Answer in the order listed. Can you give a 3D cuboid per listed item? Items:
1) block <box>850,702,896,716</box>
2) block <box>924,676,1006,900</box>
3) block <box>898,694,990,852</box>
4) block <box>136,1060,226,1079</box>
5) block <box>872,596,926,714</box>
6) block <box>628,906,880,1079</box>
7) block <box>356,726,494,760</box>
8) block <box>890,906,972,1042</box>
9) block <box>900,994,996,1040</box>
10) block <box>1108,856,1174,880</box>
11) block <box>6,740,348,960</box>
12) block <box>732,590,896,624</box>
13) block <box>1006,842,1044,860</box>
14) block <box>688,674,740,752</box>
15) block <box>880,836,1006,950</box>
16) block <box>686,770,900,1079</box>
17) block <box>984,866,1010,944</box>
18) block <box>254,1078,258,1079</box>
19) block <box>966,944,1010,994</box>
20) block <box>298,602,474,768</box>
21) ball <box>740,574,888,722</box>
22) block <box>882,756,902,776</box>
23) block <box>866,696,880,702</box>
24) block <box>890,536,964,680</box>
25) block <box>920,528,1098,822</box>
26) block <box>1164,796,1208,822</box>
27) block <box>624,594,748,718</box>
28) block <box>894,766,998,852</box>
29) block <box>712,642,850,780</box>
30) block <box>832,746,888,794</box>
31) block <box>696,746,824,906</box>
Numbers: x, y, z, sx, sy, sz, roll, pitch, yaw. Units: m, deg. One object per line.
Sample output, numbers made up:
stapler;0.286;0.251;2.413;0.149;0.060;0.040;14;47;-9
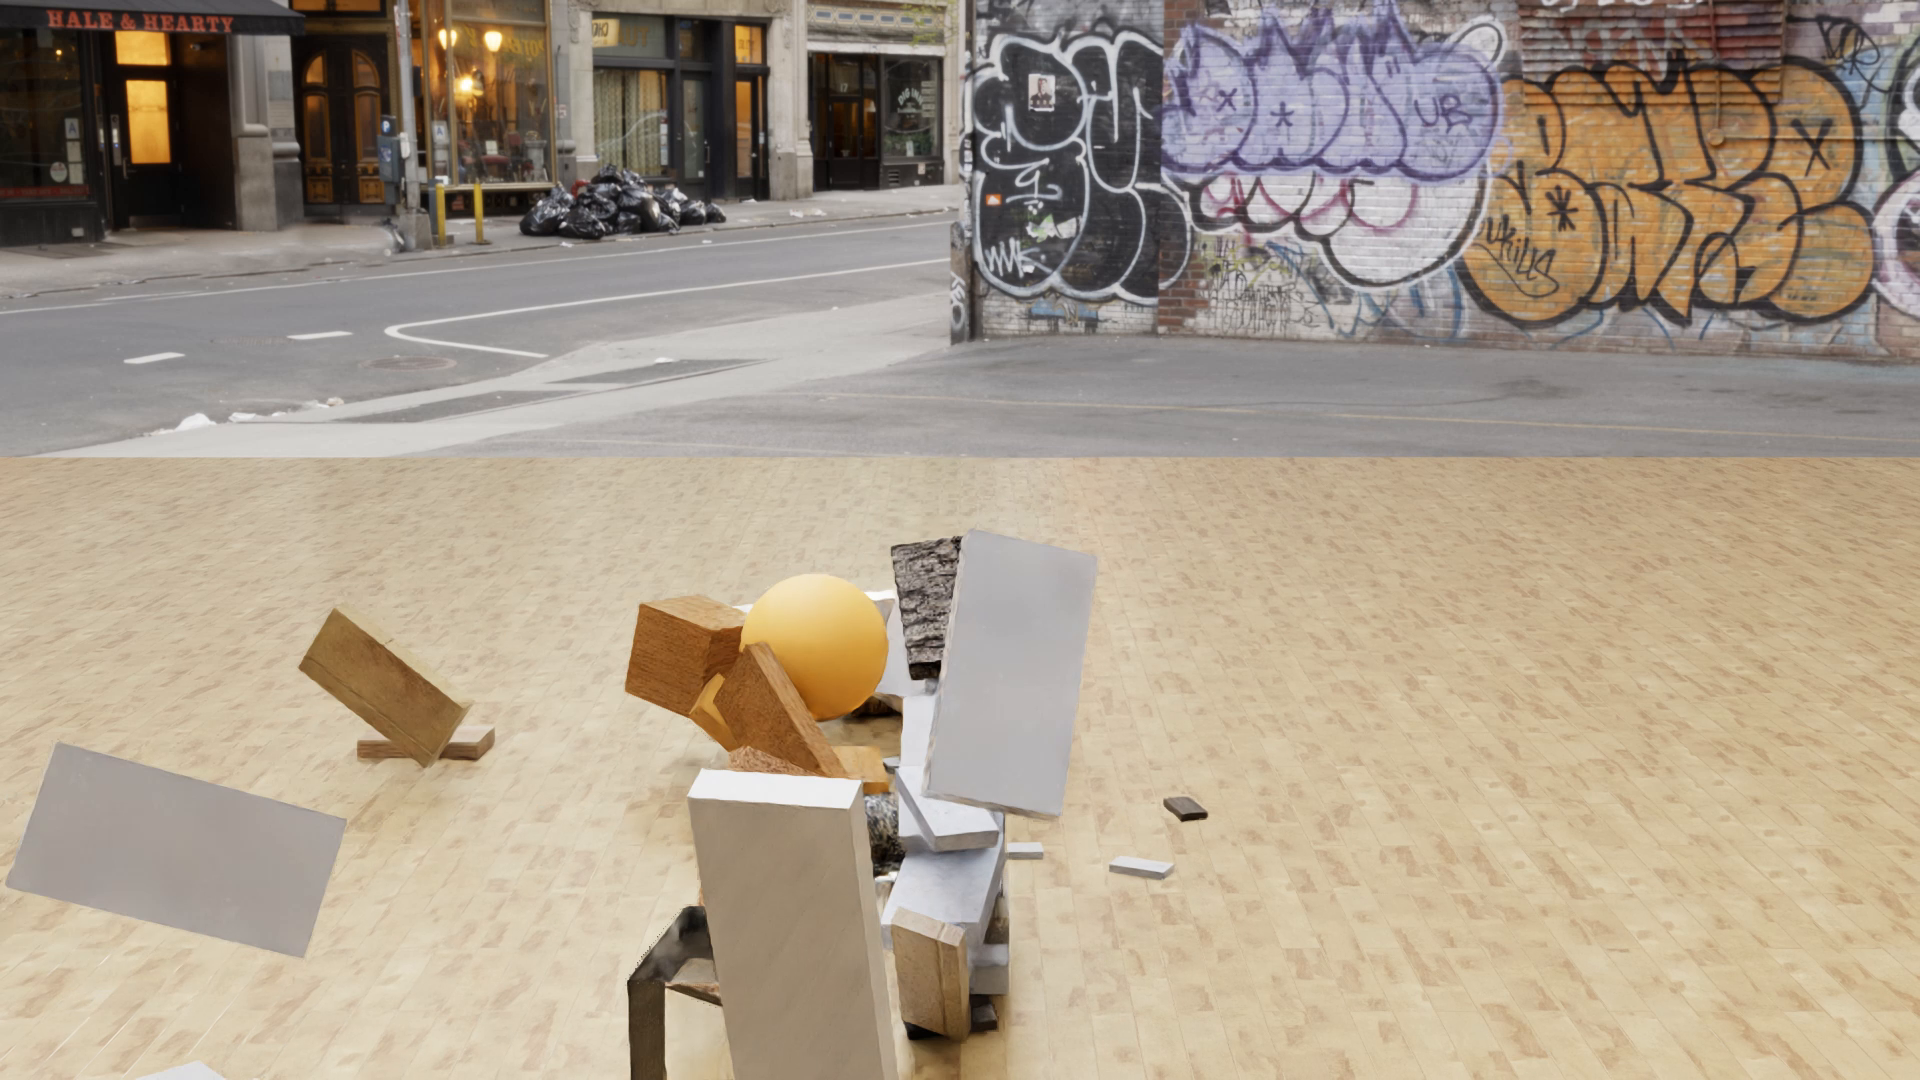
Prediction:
block;-0.011;0.320;4.906;0.495;0.050;0.176;-5;13;-10
block;0.006;0.355;3.403;0.132;0.406;0.037;0;-29;6
block;-0.021;0.347;3.326;0.132;0.037;0.265;-5;46;6
block;-1.056;0.728;2.852;0.187;0.027;0.094;-10;14;-42
block;0.010;0.252;4.505;0.252;0.252;0.252;5;-21;40
block;-0.249;0.630;2.746;0.258;0.258;0.258;2;11;8
block;-1.096;0.414;4.518;0.249;0.035;0.125;1;11;4
block;-0.037;0.584;2.941;0.094;0.287;0.027;17;55;15
block;-0.017;0.671;3.106;0.126;0.018;0.063;-4;30;-12
block;0.312;0.563;3.776;0.101;0.014;0.050;5;12;26
block;-0.953;0.381;2.690;0.355;0.178;0.050;20;-12;-23
block;-0.312;0.216;4.701;0.353;0.176;0.050;-6;18;-10
block;0.095;0.547;3.863;0.101;0.014;0.050;0;11;-3
block;-0.397;0.376;4.197;0.035;0.249;0.125;-42;11;26
block;-0.021;0.504;3.163;0.140;0.040;0.280;-3;17;10
block;-0.171;0.521;2.448;0.178;0.599;0.050;2;30;14
block;0.005;0.557;3.361;0.140;0.040;0.280;-1;7;1
block;-0.967;0.740;2.777;0.213;0.030;0.107;-9;14;-41
block;0.004;0.609;3.266;0.140;0.040;0.280;-1;7;2
block;-1.130;0.284;4.326;0.324;0.162;0.046;37;21;3
ball;-0.277;0.205;4.176;0.282;0.282;0.282;0;11;0
block;-0.092;0.447;4.390;0.124;0.018;0.062;-3;11;-17
block;-0.226;0.299;4.797;0.353;0.050;0.176;-6;20;-12
block;-0.030;0.106;3.523;0.132;0.037;0.265;-8;45;-2
block;0.066;0.177;2.890;0.178;0.356;0.050;12;-18;-9
block;0.420;0.502;4.106;0.050;0.014;0.101;-3;11;-14
block;-0.525;0.233;4.398;0.186;0.186;0.186;19;13;30
block;-0.021;0.379;3.134;0.094;0.027;0.187;-3;26;-19
block;-0.326;0.361;3.988;0.046;0.162;0.324;-7;53;-42
block;-0.212;0.455;4.298;0.125;0.035;0.249;-1;11;-6
block;-0.295;0.487;3.268;0.162;0.324;0.046;26;-30;-29
